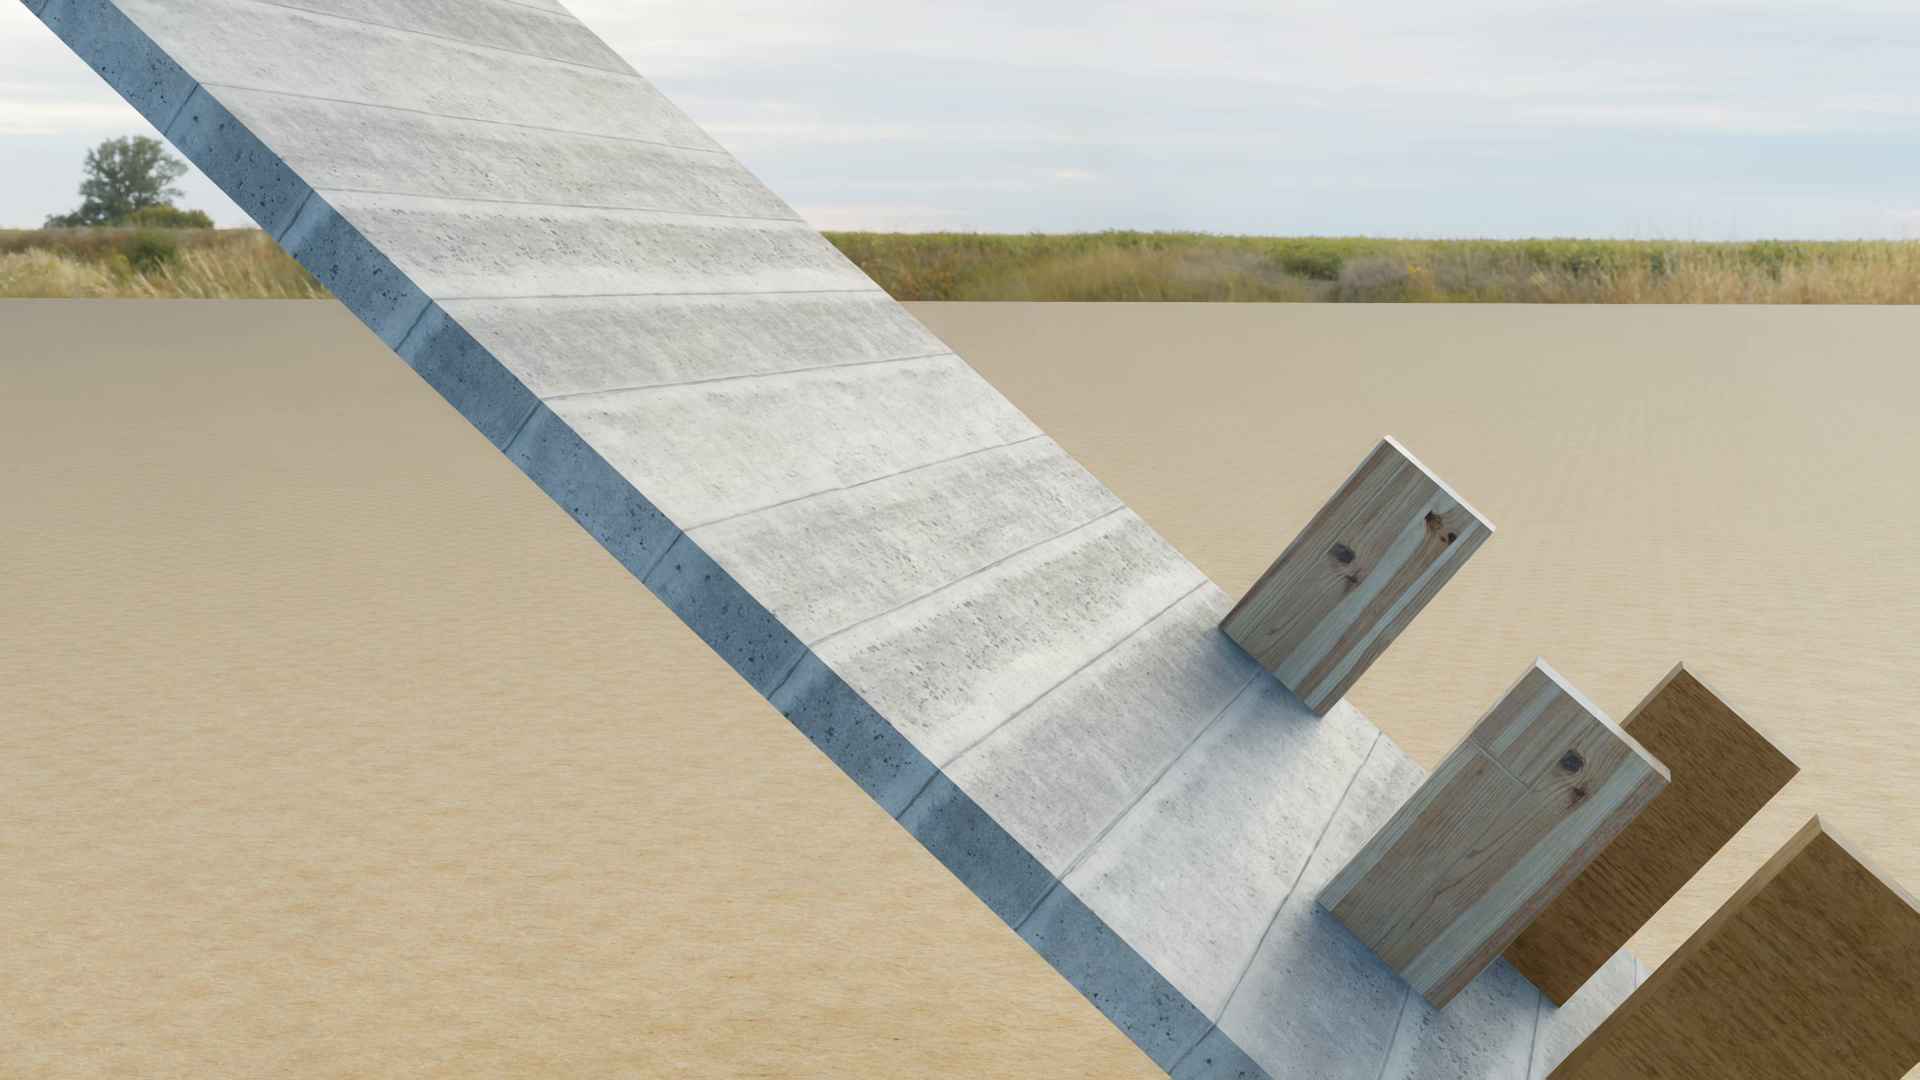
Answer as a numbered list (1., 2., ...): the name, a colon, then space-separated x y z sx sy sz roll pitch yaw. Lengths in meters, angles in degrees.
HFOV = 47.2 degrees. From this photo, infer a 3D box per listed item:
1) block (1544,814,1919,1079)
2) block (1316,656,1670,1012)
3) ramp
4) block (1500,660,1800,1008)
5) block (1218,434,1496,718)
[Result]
1. block: 1.014 0.726 2.957 0.288 0.709 0.098 42 16 8
2. block: 0.866 0.482 3.593 0.274 0.534 0.090 42 16 8
3. ramp: 0.010 0.036 4.036 4.000 0.100 2.000 42 16 8
4. block: 1.216 0.542 4.048 0.267 0.621 0.098 42 16 8
5. block: 0.827 0.077 4.597 0.292 0.527 0.093 42 16 8
